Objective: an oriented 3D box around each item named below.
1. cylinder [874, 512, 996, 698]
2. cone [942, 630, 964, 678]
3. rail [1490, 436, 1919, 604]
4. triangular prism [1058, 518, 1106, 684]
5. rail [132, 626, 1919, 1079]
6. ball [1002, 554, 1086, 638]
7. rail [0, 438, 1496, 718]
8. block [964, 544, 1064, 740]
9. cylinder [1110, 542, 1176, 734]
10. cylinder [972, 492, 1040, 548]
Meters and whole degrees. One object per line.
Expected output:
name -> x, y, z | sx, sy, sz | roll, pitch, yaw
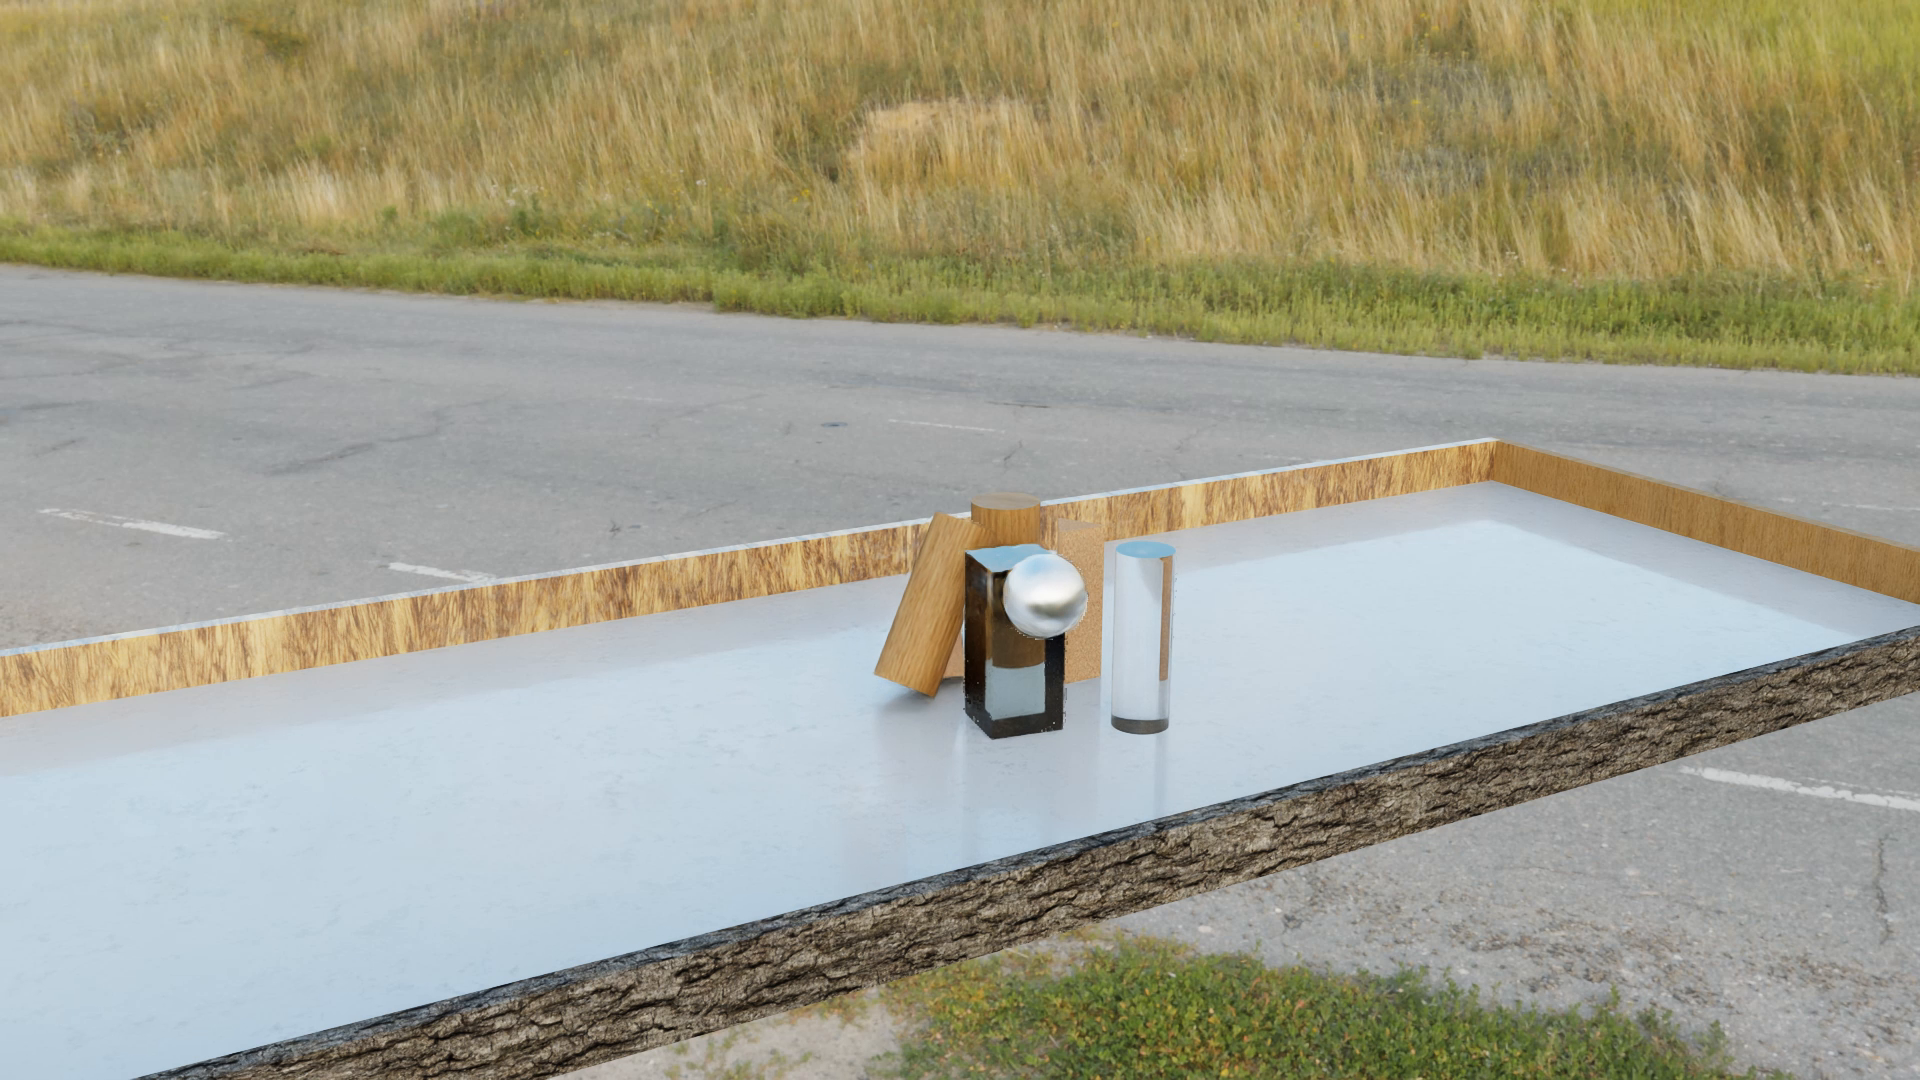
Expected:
cylinder -> -0.062, 0.158, 4.027 | 0.161, 0.421, 0.161 | 21, -6, 2
cone -> -0.053, 0.139, 4.149 | 0.158, 0.391, 0.158 | 1, 5, 0
rail -> 2.466, -0.048, 5.253 | 0.050, 0.150, 2.100 | -9, 18, -27
triangular prism -> 0.275, 0.149, 4.143 | 0.129, 0.397, 0.111 | -9, 19, -28
rail -> -2.336, 1.006, 1.665 | 12.000, 0.150, 0.050 | -9, 18, -27
ball -> 0.171, 0.113, 3.349 | 0.171, 0.171, 0.171 | 0, 16, 0
rail -> -3.305, 0.497, 3.399 | 12.000, 0.150, 0.050 | -9, 18, -27
block -> 0.126, 0.234, 3.843 | 0.179, 0.404, 0.179 | -6, 17, -19
cylinder -> 0.424, 0.227, 3.825 | 0.137, 0.427, 0.137 | 0, 16, 0
cylinder -> 0.119, 0.092, 4.326 | 0.180, 0.404, 0.180 | 0, 16, 0
